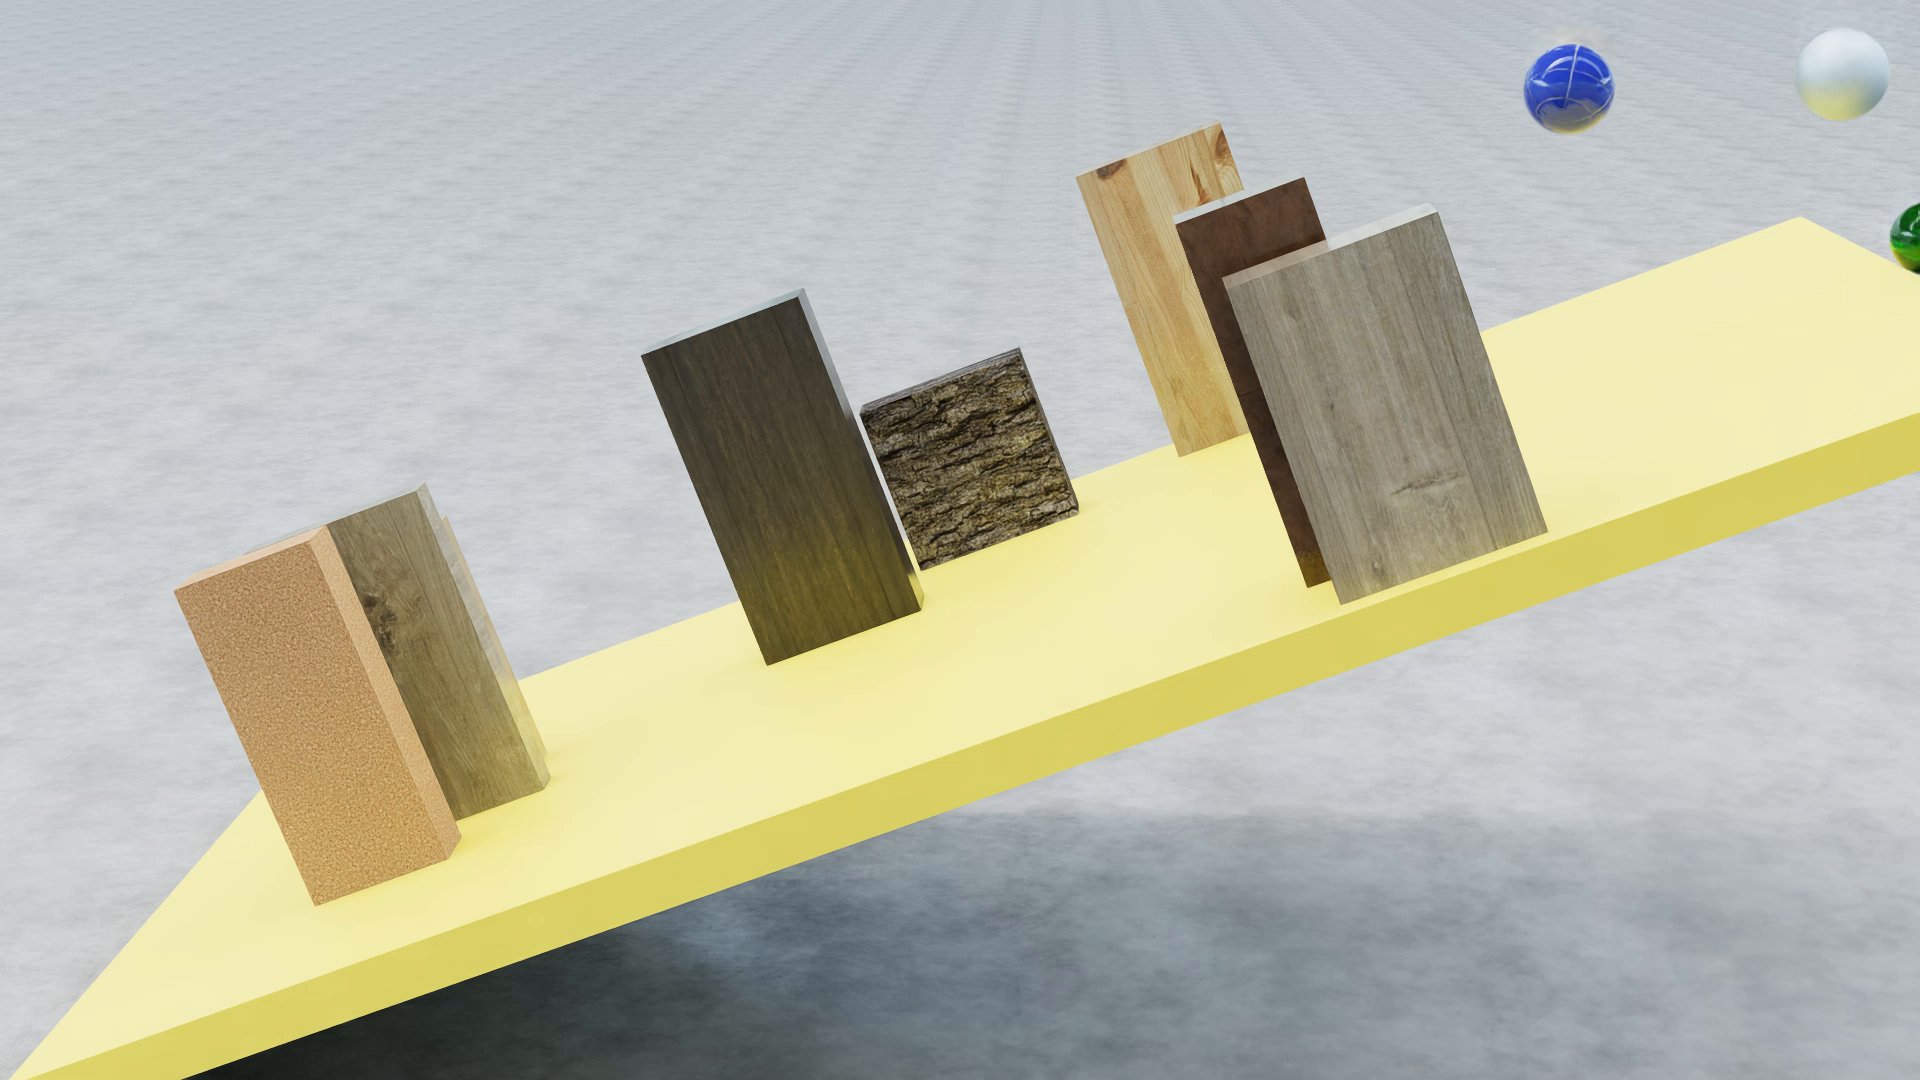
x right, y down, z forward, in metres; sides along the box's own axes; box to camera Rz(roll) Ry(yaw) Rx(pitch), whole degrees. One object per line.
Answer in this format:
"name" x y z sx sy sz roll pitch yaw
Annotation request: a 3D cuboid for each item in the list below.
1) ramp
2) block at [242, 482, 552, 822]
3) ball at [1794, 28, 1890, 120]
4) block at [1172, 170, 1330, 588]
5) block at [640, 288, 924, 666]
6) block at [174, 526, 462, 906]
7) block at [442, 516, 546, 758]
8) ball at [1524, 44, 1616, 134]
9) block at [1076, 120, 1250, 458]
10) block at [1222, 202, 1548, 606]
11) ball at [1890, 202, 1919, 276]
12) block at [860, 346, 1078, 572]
"ramp" 0.118 0.176 6.295 4.000 0.100 2.000 -20 12 7
"block" -1.183 0.270 6.203 0.395 0.689 0.087 -20 12 7
"ball" 1.757 -0.927 5.860 0.182 0.182 0.182 0 13 0
"block" 0.638 -0.298 5.465 0.248 0.727 0.126 -20 12 7
"block" -0.387 -0.138 6.508 0.369 0.746 0.139 -20 12 7
"block" -1.296 0.357 5.959 0.297 0.706 0.138 -20 12 7
"block" -1.164 0.275 6.432 0.305 0.574 0.129 -20 12 7
"ball" 1.257 -0.930 6.071 0.187 0.187 0.187 0 13 0
"block" 0.566 -0.595 6.981 0.360 0.715 0.103 -20 12 7
"block" 0.763 -0.244 5.285 0.392 0.613 0.145 -20 12 7
"ball" 2.021 -0.628 6.133 0.158 0.158 0.158 0 13 0
"block" 0.024 -0.189 6.876 0.394 0.400 0.119 -20 12 7
